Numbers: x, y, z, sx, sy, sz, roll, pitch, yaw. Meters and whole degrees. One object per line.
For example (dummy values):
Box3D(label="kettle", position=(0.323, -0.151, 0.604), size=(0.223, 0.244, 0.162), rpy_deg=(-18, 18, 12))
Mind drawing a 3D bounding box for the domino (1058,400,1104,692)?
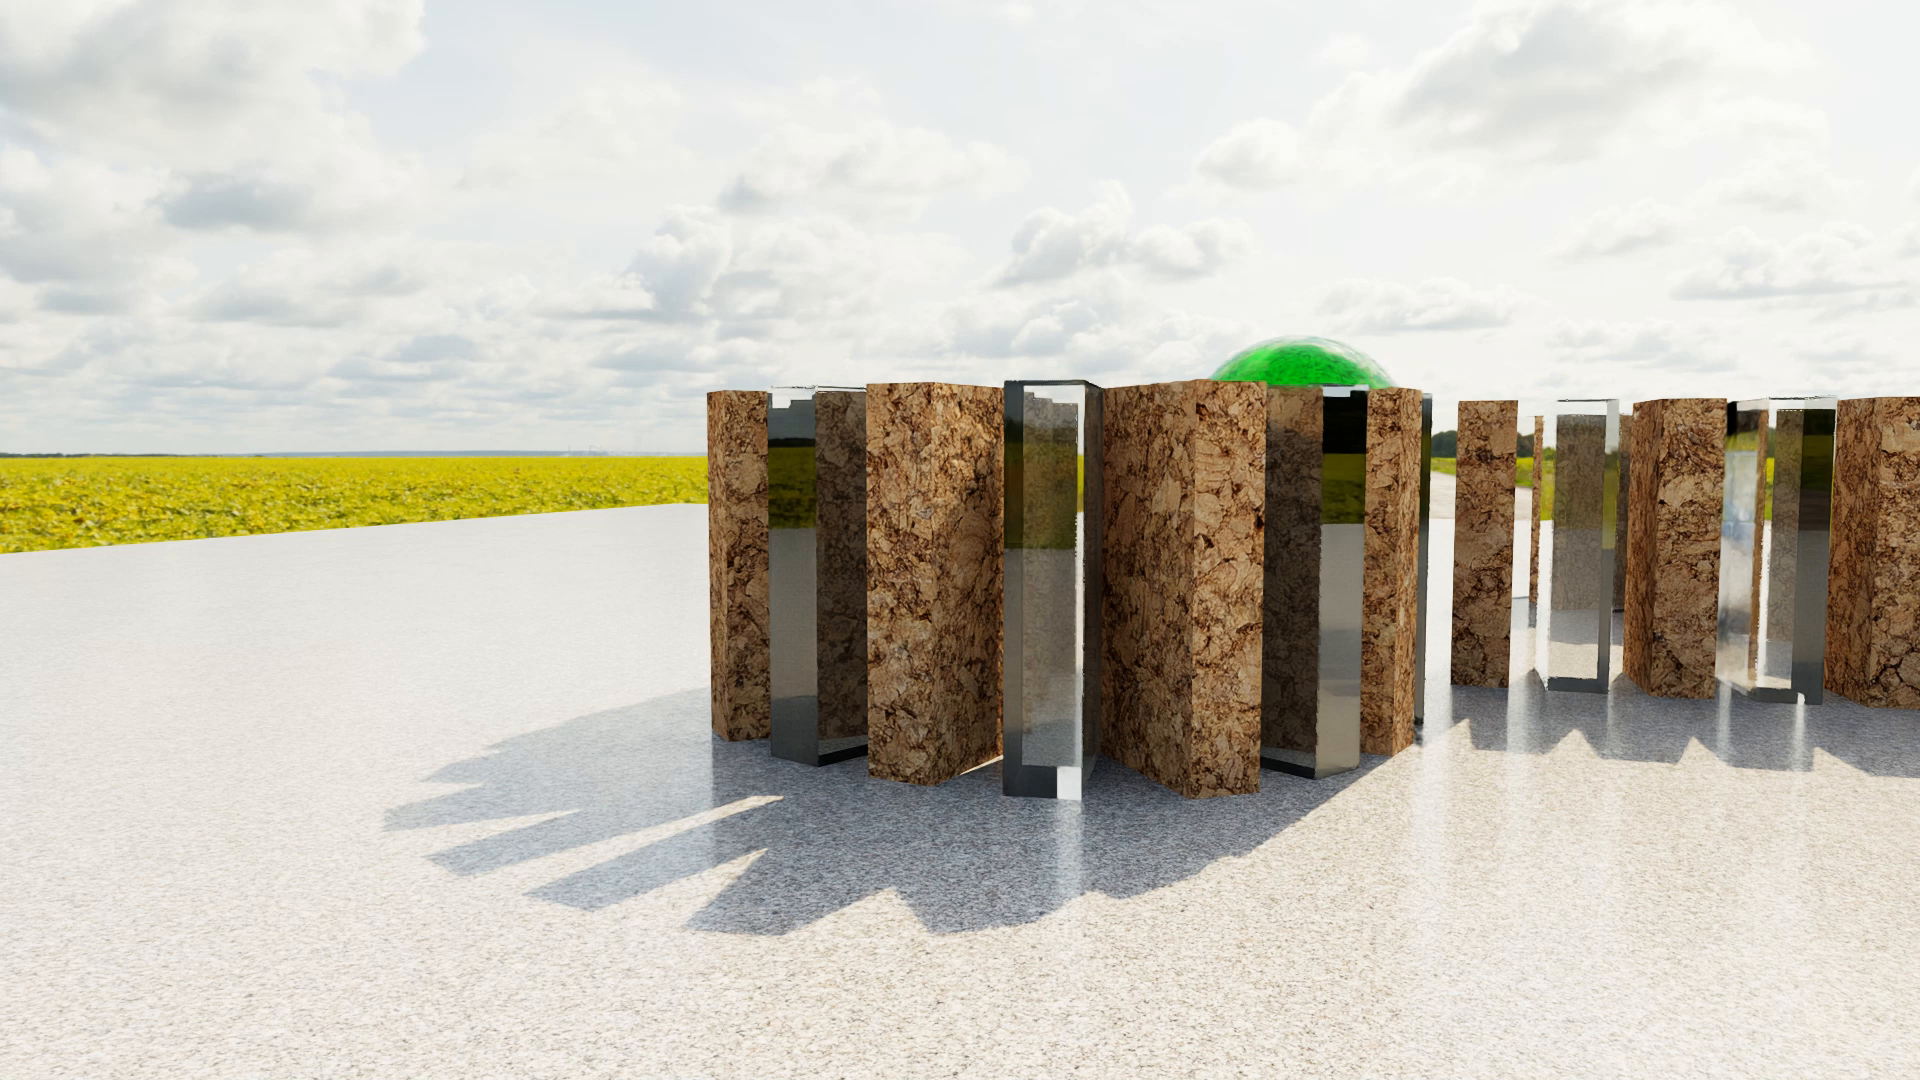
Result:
Box3D(label="domino", position=(0.020, 0.000, 0.232), size=(0.010, 0.050, 0.025), rpy_deg=(-1, 4, -9))

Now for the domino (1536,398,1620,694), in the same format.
Box3D(label="domino", position=(0.110, 0.000, 0.230), size=(0.010, 0.050, 0.025), rpy_deg=(2, 5, 20))

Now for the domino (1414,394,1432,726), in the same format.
Box3D(label="domino", position=(0.058, 0.003, 0.198), size=(0.025, 0.050, 0.009), rpy_deg=(0, 4, 4))

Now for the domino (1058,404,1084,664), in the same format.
Box3D(label="domino", position=(0.019, -0.002, 0.258), size=(0.009, 0.050, 0.025), rpy_deg=(0, 4, 3))

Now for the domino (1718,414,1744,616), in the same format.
Box3D(label="domino", position=(0.180, -0.006, 0.317), size=(0.025, 0.050, 0.010), rpy_deg=(-2, 5, -26))

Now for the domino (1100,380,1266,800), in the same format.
Box3D(label="domino", position=(0.028, 0.005, 0.165), size=(0.010, 0.050, 0.025), rpy_deg=(-1, 5, -19))

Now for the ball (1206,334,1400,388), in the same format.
Box3D(label="ball", position=(0.116, -0.031, 0.443), size=(0.080, 0.080, 0.080), rpy_deg=(0, 4, 0))

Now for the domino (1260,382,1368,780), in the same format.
Box3D(label="domino", position=(0.041, 0.005, 0.173), size=(0.010, 0.050, 0.025), rpy_deg=(-3, 5, -39))

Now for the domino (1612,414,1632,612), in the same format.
Box3D(label="domino", position=(0.173, -0.007, 0.331), size=(0.025, 0.050, 0.010), rpy_deg=(-2, 5, -27))

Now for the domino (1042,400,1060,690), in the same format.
Box3D(label="domino", position=(0.006, 0.000, 0.230), size=(0.010, 0.050, 0.025), rpy_deg=(-3, 5, -32))

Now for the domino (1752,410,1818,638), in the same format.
Box3D(label="domino", position=(0.193, -0.004, 0.289), size=(0.025, 0.050, 0.010), rpy_deg=(-2, 5, -23))

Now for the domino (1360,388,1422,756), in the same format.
Box3D(label="domino", position=(0.051, 0.004, 0.184), size=(0.025, 0.050, 0.010), rpy_deg=(3, 5, 35))

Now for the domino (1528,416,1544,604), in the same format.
Box3D(label="domino", position=(0.166, -0.008, 0.345), size=(0.025, 0.050, 0.010), rpy_deg=(-2, 5, -27))

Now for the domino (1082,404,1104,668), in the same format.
Box3D(label="domino", position=(0.033, -0.001, 0.254), size=(0.010, 0.050, 0.025), rpy_deg=(2, 5, 25))

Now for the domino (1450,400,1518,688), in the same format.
Box3D(label="domino", position=(0.096, 0.000, 0.235), size=(0.009, 0.050, 0.025), rpy_deg=(2, 5, 21))

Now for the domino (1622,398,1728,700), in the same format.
Box3D(label="domino", position=(0.125, 0.001, 0.225), size=(0.010, 0.050, 0.025), rpy_deg=(1, 4, 17))

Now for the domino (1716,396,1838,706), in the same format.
Box3D(label="domino", position=(0.139, 0.001, 0.220), size=(0.010, 0.050, 0.025), rpy_deg=(1, 4, 16))

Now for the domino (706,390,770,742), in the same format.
Box3D(label="domino", position=(-0.024, 0.003, 0.191), size=(0.025, 0.050, 0.010), rpy_deg=(-2, 5, -26))

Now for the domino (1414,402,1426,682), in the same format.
Box3D(label="domino", position=(0.081, -0.001, 0.241), size=(0.010, 0.050, 0.025), rpy_deg=(2, 5, 21))

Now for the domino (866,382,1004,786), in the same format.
Box3D(label="domino", position=(-0.001, 0.005, 0.171), size=(0.009, 0.050, 0.025), rpy_deg=(2, 5, 29))

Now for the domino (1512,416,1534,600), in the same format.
Box3D(label="domino", position=(0.159, -0.009, 0.358), size=(0.025, 0.050, 0.010), rpy_deg=(-2, 5, -26))

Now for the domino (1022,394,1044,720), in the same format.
Box3D(label="domino", position=(0.000, 0.002, 0.201), size=(0.025, 0.050, 0.010), rpy_deg=(0, 4, 0))

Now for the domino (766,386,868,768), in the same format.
Box3D(label="domino", position=(-0.014, 0.004, 0.180), size=(0.010, 0.050, 0.025), rpy_deg=(4, 6, 41))

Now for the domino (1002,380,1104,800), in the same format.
Box3D(label="domino", position=(0.012, 0.005, 0.165), size=(0.010, 0.050, 0.025), rpy_deg=(1, 4, 12))

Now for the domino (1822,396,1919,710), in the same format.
Box3D(label="domino", position=(0.154, 0.001, 0.216), size=(0.010, 0.050, 0.025), rpy_deg=(1, 4, 14))

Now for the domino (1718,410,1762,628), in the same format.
Box3D(label="domino", position=(0.187, -0.005, 0.303), size=(0.025, 0.050, 0.010), rpy_deg=(-2, 5, -24))
